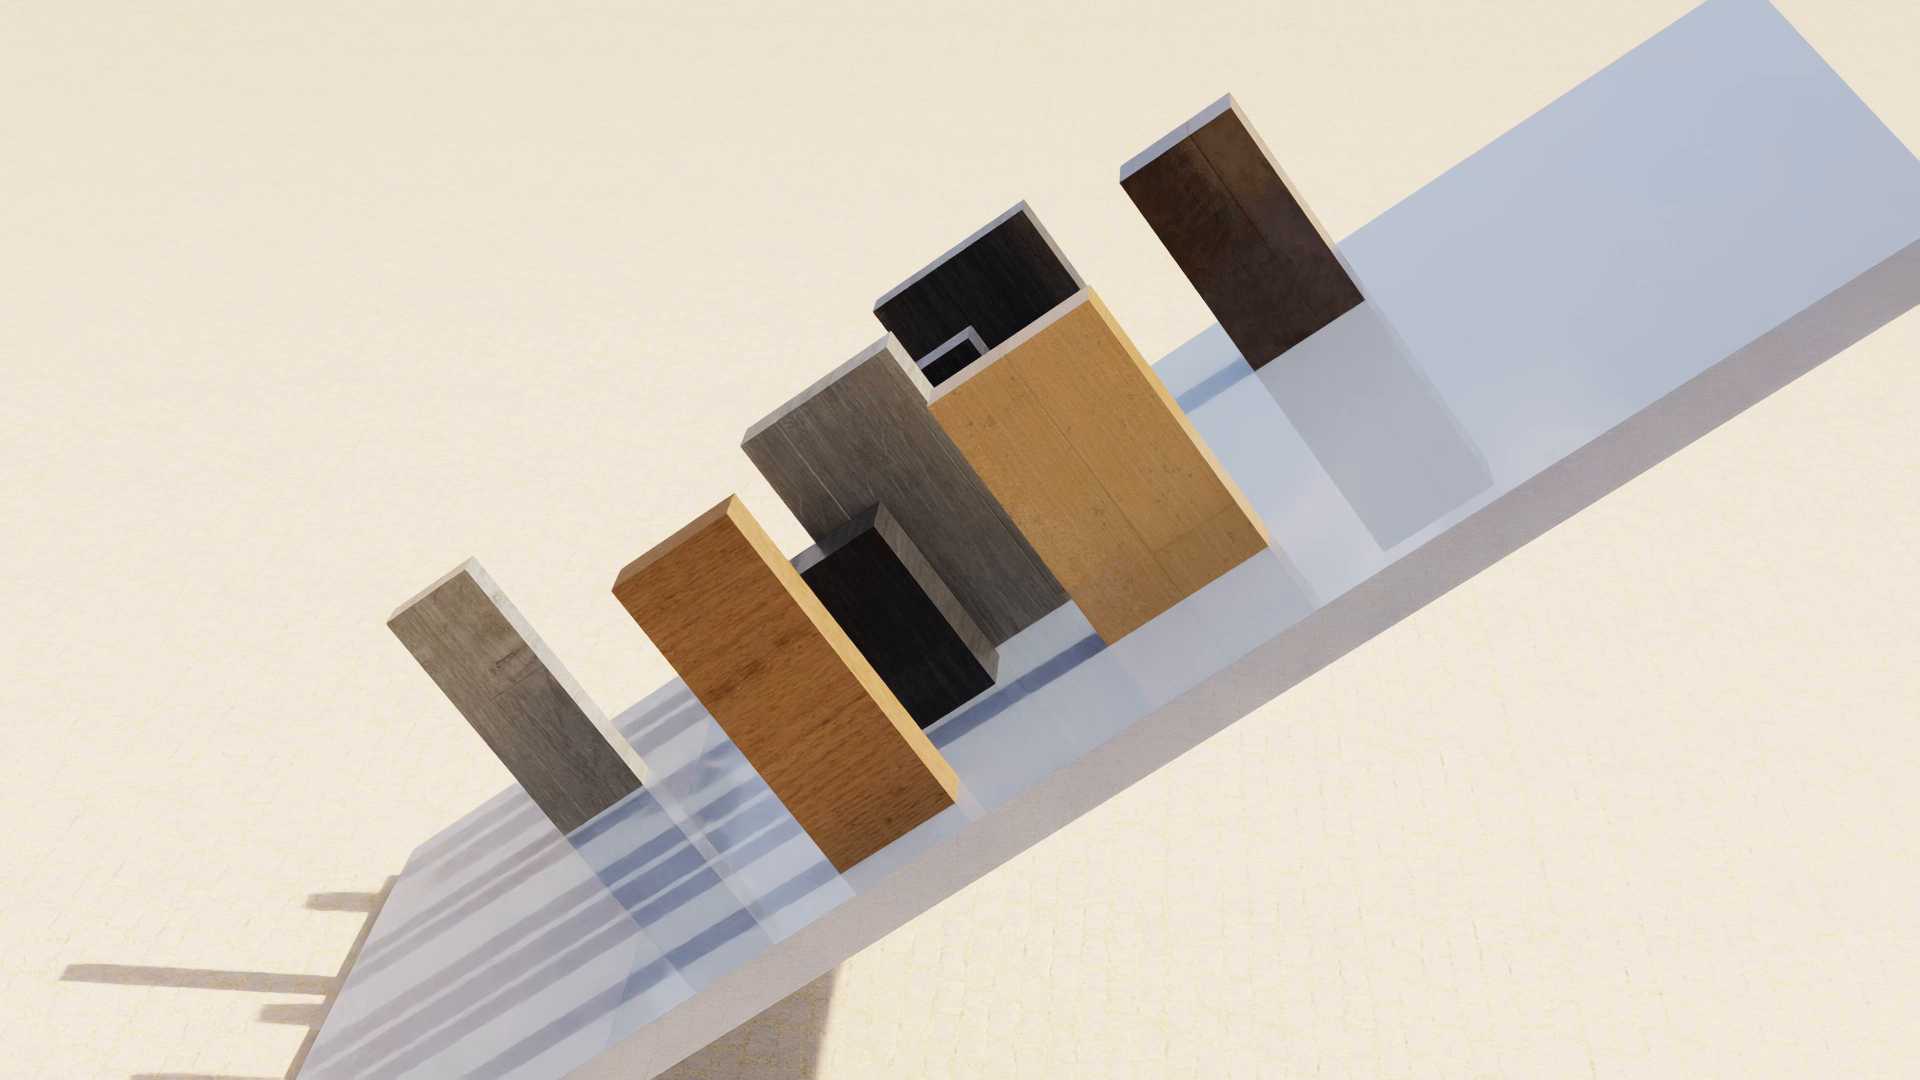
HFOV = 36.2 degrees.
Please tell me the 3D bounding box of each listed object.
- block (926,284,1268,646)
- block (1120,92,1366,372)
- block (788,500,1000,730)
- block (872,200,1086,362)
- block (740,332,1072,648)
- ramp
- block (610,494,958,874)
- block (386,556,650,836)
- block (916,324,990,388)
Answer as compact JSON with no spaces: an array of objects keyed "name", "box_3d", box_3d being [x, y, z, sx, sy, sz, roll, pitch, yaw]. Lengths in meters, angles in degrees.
[{"name":"block","box_3d":[0.265,-0.137,5.609,0.371,0.596,0.098,-33,16,16]},{"name":"block","box_3d":[0.625,-0.681,6.516,0.293,0.528,0.145,-33,16,16]},{"name":"block","box_3d":[-0.155,0.176,5.976,0.274,0.415,0.143,-33,16,16]},{"name":"block","box_3d":[0.135,-0.445,6.870,0.427,0.554,0.092,-33,16,16]},{"name":"block","box_3d":[-0.102,-0.056,6.072,0.372,0.657,0.105,-33,16,16]},{"name":"ramp","box_3d":[0.133,0.176,6.311,4.000,0.100,2.000,-33,16,16]},{"name":"block","box_3d":[-0.322,0.274,5.509,0.271,0.707,0.106,-33,16,16]},{"name":"block","box_3d":[-1.033,0.369,6.892,0.242,0.664,0.084,-33,16,16]},{"name":"block","box_3d":[0.010,-0.152,6.399,0.389,0.500,0.089,-33,16,16]}]
